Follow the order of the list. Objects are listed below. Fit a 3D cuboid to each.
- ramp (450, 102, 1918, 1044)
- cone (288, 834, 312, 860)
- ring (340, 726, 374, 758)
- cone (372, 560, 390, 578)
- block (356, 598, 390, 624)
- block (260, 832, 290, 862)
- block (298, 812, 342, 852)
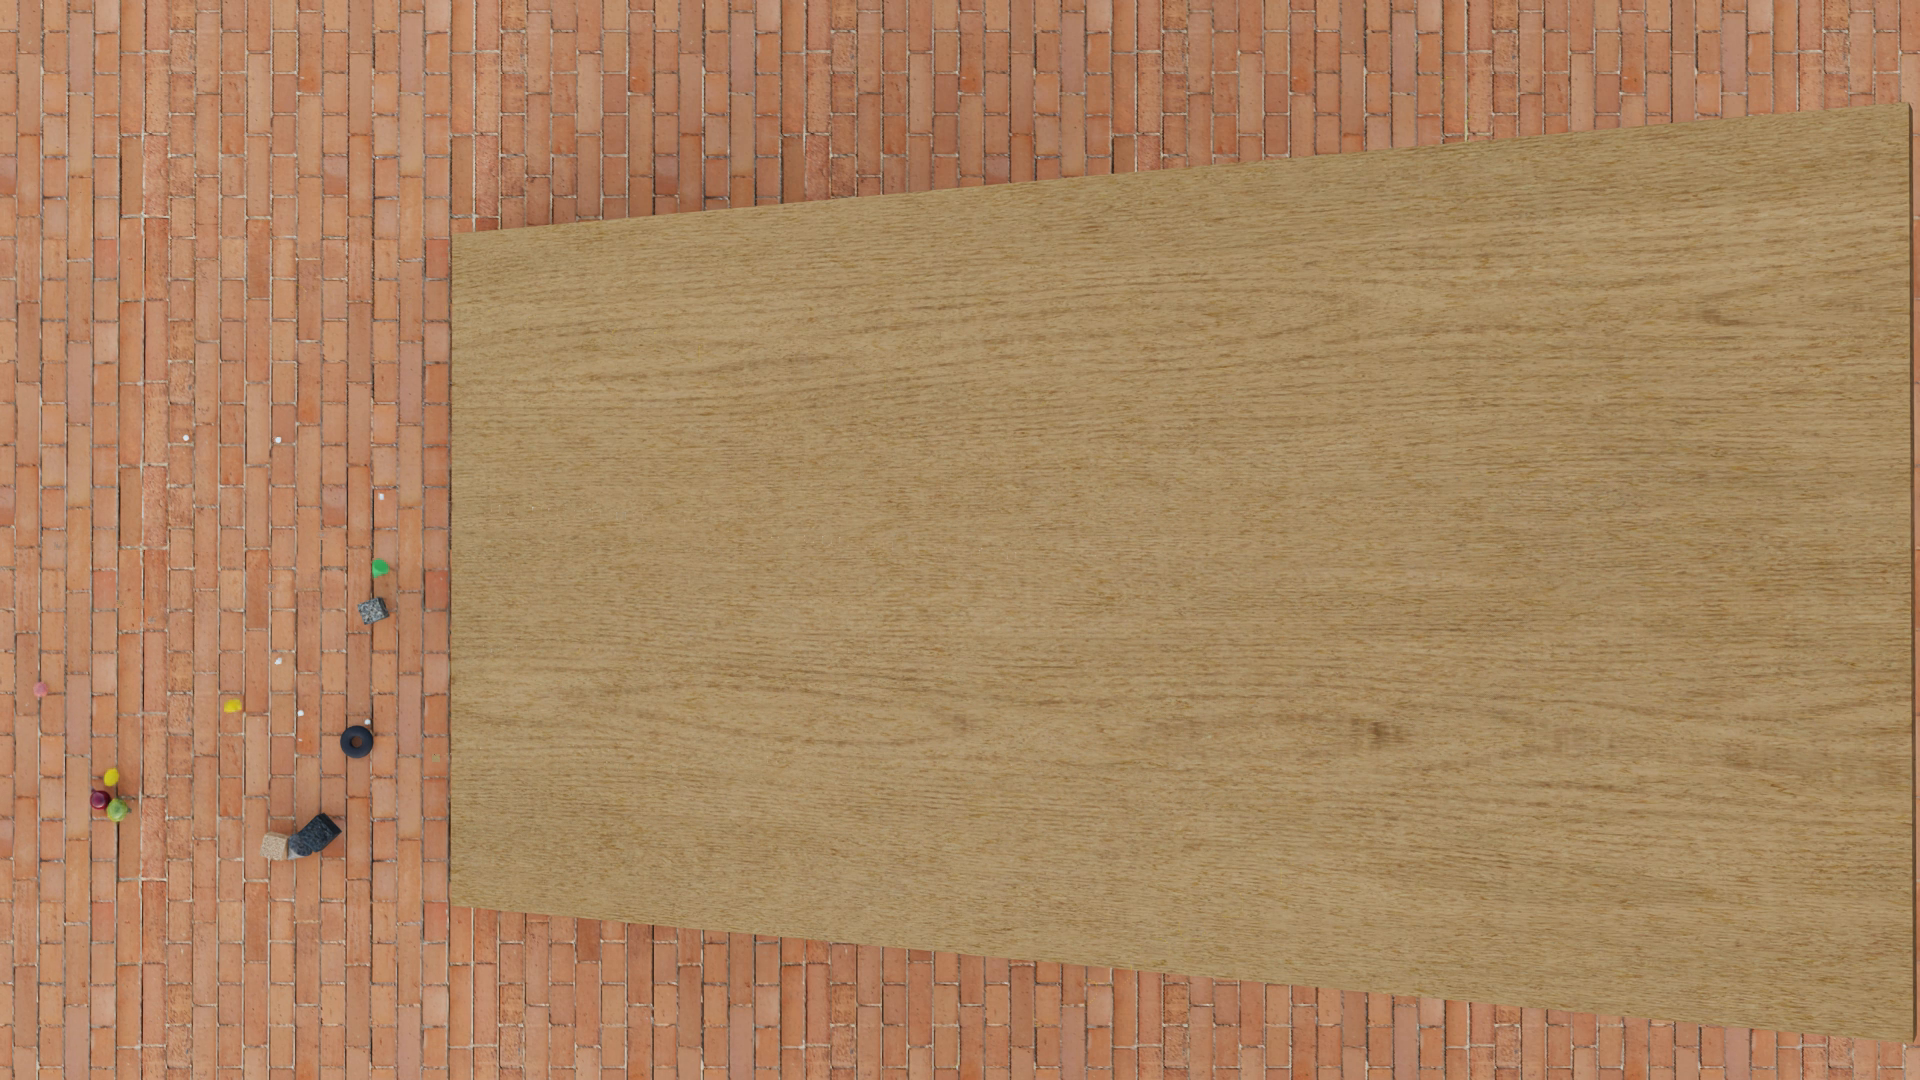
[{"bbox_3d":[0.276,0.077,5.651,4.000,0.100,2.000,0,89,28],"label":"ramp"},{"bbox_3d":[-2.001,0.939,6.607,0.082,0.082,0.082,47,116,0],"label":"cone"},{"bbox_3d":[-1.814,0.607,6.613,0.100,0.033,0.100,0,91,0],"label":"ring"},{"bbox_3d":[-1.755,0.099,6.622,0.055,0.055,0.055,41,116,0],"label":"cone"},{"bbox_3d":[-1.761,0.213,6.601,0.064,0.064,0.064,-21,89,0],"label":"block"},{"bbox_3d":[-2.050,0.918,6.592,0.067,0.067,0.067,14,89,0],"label":"block"},{"bbox_3d":[-1.918,0.877,6.586,0.079,0.079,0.079,-44,90,0],"label":"block"}]
